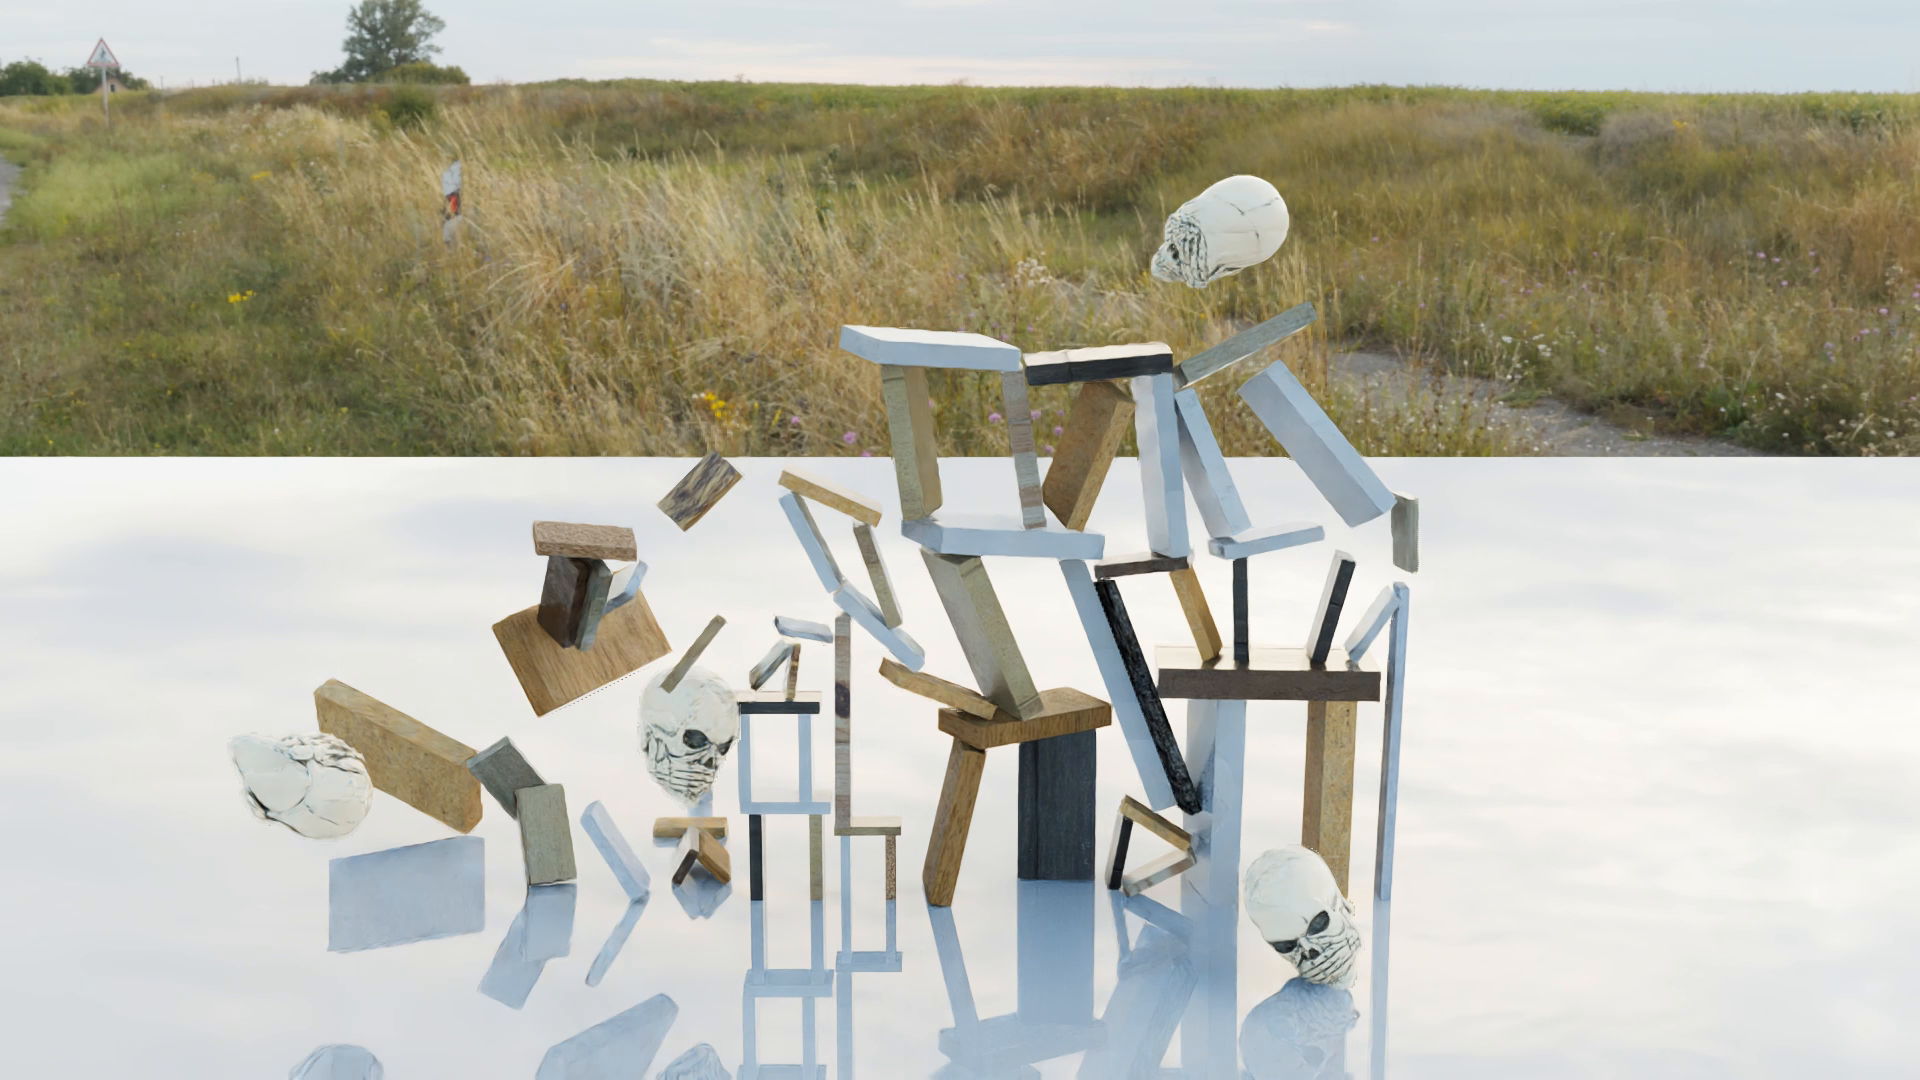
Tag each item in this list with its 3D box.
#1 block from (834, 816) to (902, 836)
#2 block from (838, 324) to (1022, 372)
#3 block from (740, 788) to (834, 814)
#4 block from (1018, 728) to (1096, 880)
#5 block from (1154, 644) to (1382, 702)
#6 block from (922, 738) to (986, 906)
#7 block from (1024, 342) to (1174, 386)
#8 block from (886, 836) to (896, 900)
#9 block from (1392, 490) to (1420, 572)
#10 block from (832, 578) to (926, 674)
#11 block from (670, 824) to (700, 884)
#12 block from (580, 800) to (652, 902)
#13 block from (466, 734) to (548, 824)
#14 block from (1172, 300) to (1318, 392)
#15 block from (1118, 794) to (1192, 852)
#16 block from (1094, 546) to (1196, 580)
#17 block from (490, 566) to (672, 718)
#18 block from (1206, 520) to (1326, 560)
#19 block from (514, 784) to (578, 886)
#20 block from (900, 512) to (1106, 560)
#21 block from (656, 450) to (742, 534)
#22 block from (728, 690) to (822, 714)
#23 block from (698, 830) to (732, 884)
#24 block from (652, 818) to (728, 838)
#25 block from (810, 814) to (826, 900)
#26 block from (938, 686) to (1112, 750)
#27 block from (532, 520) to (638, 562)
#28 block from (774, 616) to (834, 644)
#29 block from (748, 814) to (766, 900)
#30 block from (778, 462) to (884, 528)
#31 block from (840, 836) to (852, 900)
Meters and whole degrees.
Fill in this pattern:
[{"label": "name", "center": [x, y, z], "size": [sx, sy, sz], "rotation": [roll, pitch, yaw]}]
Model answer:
[{"label": "block", "center": [-0.152, 0.474, 3.645], "size": [0.111, 0.016, 0.055], "rotation": [0, 11, 0]}, {"label": "block", "center": [-0.047, -0.301, 3.455], "size": [0.255, 0.036, 0.127], "rotation": [1, 15, -31]}, {"label": "block", "center": [-0.287, 0.433, 3.643], "size": [0.148, 0.021, 0.074], "rotation": [0, 11, 0]}, {"label": "block", "center": [0.165, 0.442, 3.737], "size": [0.132, 0.264, 0.037], "rotation": [1, 5, 3]}, {"label": "block", "center": [0.499, 0.216, 3.605], "size": [0.354, 0.050, 0.177], "rotation": [1, 11, 3]}, {"label": "block", "center": [-0.011, 0.459, 3.647], "size": [0.037, 0.264, 0.132], "rotation": [12, 9, -8]}, {"label": "block", "center": [0.222, -0.285, 3.544], "size": [0.232, 0.033, 0.116], "rotation": [-5, 14, 0]}, {"label": "block", "center": [-0.115, 0.536, 3.656], "size": [0.016, 0.111, 0.055], "rotation": [0, 11, 0]}, {"label": "block", "center": [0.724, -0.014, 3.574], "size": [0.017, 0.122, 0.061], "rotation": [-7, 15, -14]}, {"label": "block", "center": [-0.131, 0.140, 3.590], "size": [0.181, 0.026, 0.090], "rotation": [42, 7, -8]}, {"label": "block", "center": [-0.471, 0.539, 3.767], "size": [0.018, 0.065, 0.130], "rotation": [30, 5, -12]}, {"label": "block", "center": [-0.572, 0.515, 3.654], "size": [0.023, 0.164, 0.082], "rotation": [-31, 9, 5]}, {"label": "block", "center": [-0.760, 0.413, 3.753], "size": [0.082, 0.164, 0.023], "rotation": [-33, 36, -2]}, {"label": "block", "center": [0.453, -0.313, 3.581], "size": [0.244, 0.035, 0.122], "rotation": [-27, -1, -11]}, {"label": "block", "center": [0.326, 0.472, 3.669], "size": [0.129, 0.018, 0.064], "rotation": [32, 8, 2]}, {"label": "block", "center": [0.302, 0.037, 3.591], "size": [0.155, 0.022, 0.077], "rotation": [-7, 10, 15]}, {"label": "block", "center": [-0.647, 0.171, 3.793], "size": [0.048, 0.171, 0.342], "rotation": [-27, 0, 30]}, {"label": "block", "center": [0.497, 0.000, 3.579], "size": [0.171, 0.024, 0.086], "rotation": [-12, 9, -11]}, {"label": "block", "center": [-0.703, 0.499, 3.728], "size": [0.082, 0.164, 0.023], "rotation": [-6, -17, -20]}, {"label": "block", "center": [0.070, -0.008, 3.582], "size": [0.298, 0.042, 0.149], "rotation": [3, 10, -28]}, {"label": "block", "center": [-0.434, -0.082, 3.659], "size": [0.067, 0.134, 0.019], "rotation": [41, -9, 24]}, {"label": "block", "center": [-0.303, 0.266, 3.609], "size": [0.149, 0.021, 0.075], "rotation": [0, 11, 0]}, {"label": "block", "center": [-0.421, 0.542, 3.763], "size": [0.018, 0.065, 0.130], "rotation": [-43, 13, 2]}, {"label": "block", "center": [-0.489, 0.522, 3.987], "size": [0.130, 0.018, 0.065], "rotation": [0, 11, -1]}, {"label": "block", "center": [-0.237, 0.516, 3.659], "size": [0.021, 0.148, 0.074], "rotation": [0, 11, 0]}, {"label": "block", "center": [0.109, 0.296, 3.687], "size": [0.264, 0.037, 0.132], "rotation": [-7, 14, -31]}, {"label": "block", "center": [-0.611, 0.002, 3.585], "size": [0.161, 0.023, 0.081], "rotation": [4, 25, -17]}, {"label": "block", "center": [-0.254, 0.146, 3.585], "size": [0.093, 0.013, 0.046], "rotation": [11, 20, -24]}, {"label": "block", "center": [-0.336, 0.516, 3.659], "size": [0.021, 0.149, 0.074], "rotation": [0, 11, 0]}, {"label": "block", "center": [-0.208, -0.074, 3.548], "size": [0.174, 0.025, 0.087], "rotation": [24, 10, -5]}, {"label": "block", "center": [-0.189, 0.536, 3.656], "size": [0.016, 0.111, 0.055], "rotation": [0, 11, 0]}]
